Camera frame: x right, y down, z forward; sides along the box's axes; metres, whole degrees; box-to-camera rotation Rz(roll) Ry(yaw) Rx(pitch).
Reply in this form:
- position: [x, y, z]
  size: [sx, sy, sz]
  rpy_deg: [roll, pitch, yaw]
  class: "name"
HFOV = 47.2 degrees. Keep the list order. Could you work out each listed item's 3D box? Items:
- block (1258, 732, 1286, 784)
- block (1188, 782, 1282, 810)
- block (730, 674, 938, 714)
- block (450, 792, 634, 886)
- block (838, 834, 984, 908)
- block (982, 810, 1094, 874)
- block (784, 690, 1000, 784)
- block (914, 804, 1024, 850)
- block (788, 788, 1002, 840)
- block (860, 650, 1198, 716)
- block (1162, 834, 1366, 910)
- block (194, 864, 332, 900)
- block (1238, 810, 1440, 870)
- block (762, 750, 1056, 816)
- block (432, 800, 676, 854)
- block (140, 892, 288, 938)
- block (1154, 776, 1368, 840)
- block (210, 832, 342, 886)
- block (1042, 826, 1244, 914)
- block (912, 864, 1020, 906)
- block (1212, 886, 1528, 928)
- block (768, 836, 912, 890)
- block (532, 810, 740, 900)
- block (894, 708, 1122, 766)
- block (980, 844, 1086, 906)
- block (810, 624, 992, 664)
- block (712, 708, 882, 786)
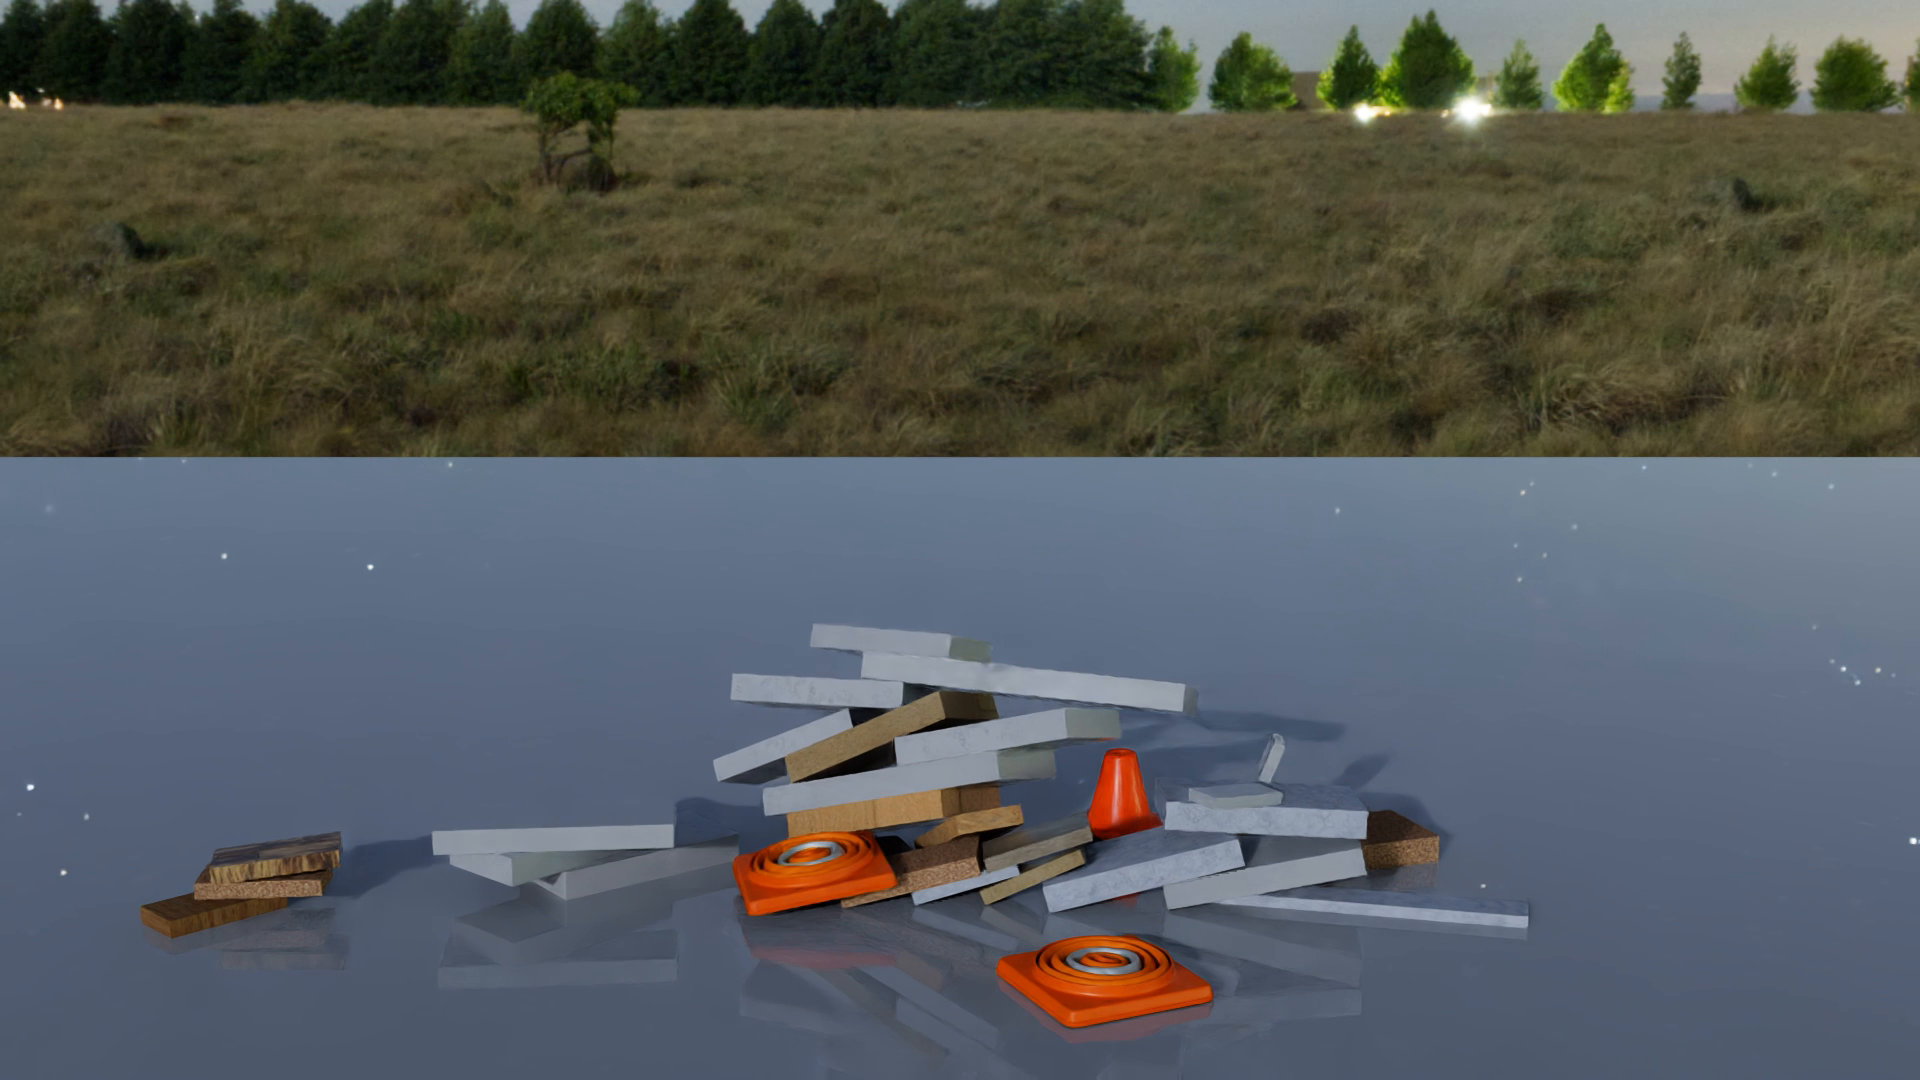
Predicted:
- position: [0.529, 0.370, 3.743]
  size: [0.019, 0.068, 0.137]
  rpy_deg: [23, 4, 5]
  class: "block"
- position: [0.444, 0.413, 3.545]
  size: [0.137, 0.019, 0.068]
  rpy_deg: [0, 8, -33]
  class: "block"
- position: [-0.219, 0.273, 3.864]
  size: [0.325, 0.046, 0.162]
  rpy_deg: [1, -8, 22]
  class: "block"
- position: [-0.677, 0.505, 3.735]
  size: [0.169, 0.048, 0.338]
  rpy_deg: [9, 14, 40]
  class: "block"
- position: [-0.079, 0.548, 3.638]
  size: [0.235, 0.033, 0.117]
  rpy_deg: [-14, 9, 7]
  class: "block"
- position: [0.127, 0.495, 3.609]
  size: [0.180, 0.026, 0.090]
  rpy_deg: [-18, 9, 2]
  class: "block"
- position: [-0.119, 0.345, 3.817]
  size: [0.339, 0.048, 0.170]
  rpy_deg: [-25, -18, 28]
  class: "block"
- position: [0.013, 0.500, 3.761]
  size: [0.117, 0.033, 0.235]
  rpy_deg: [-7, -15, -21]
  class: "block"
- position: [-0.115, 0.474, 3.802]
  size: [0.337, 0.048, 0.169]
  rpy_deg: [-13, -12, 35]
  class: "block"
- position: [0.120, 0.247, 3.773]
  size: [0.556, 0.046, 0.162]
  rpy_deg: [5, -6, 14]
  class: "block"
- position: [0.499, 0.532, 3.637]
  size: [0.326, 0.046, 0.163]
  rpy_deg: [-11, 11, 7]
  class: "block"
- position: [-1.142, 0.557, 3.611]
  size: [0.201, 0.028, 0.100]
  rpy_deg: [-1, 11, -6]
  class: "block"
- position: [0.653, 0.534, 3.847]
  size: [0.325, 0.046, 0.162]
  rpy_deg: [-4, 11, -20]
  class: "block"
- position: [-0.092, 0.420, 3.788]
  size: [0.506, 0.048, 0.170]
  rpy_deg: [-13, -12, 34]
  class: "block"
- position: [-0.669, 0.476, 3.651]
  size: [0.388, 0.040, 0.141]
  rpy_deg: [-1, 10, -6]
  class: "block"
- position: [-1.209, 0.595, 3.567]
  size: [0.100, 0.028, 0.201]
  rpy_deg: [10, 14, 43]
  class: "block"
- position: [0.492, 0.440, 3.620]
  size: [0.326, 0.046, 0.163]
  rpy_deg: [3, 8, -2]
  class: "block"
- position: [-1.120, 0.522, 3.607]
  size: [0.201, 0.028, 0.100]
  rpy_deg: [-7, 12, -13]
  class: "block"
- position: [0.301, 0.529, 3.634]
  size: [0.326, 0.046, 0.163]
  rpy_deg: [-15, 9, 6]
  class: "block"
- position: [0.010, 0.554, 3.644]
  size: [0.180, 0.026, 0.090]
  rpy_deg: [-17, 9, 5]
  class: "block"
- position: [0.667, 0.593, 3.598]
  size: [0.509, 0.019, 0.068]
  rpy_deg: [3, 11, 13]
  class: "block"
- position: [-0.200, 0.553, 3.777]
  size: [0.235, 0.033, 0.117]
  rpy_deg: [-4, 11, -20]
  class: "block"
- position: [-0.570, 0.542, 3.799]
  size: [0.338, 0.048, 0.169]
  rpy_deg: [-8, 13, -37]
  class: "block"
- position: [0.078, 0.330, 3.665]
  size: [0.339, 0.048, 0.170]
  rpy_deg: [-13, -12, 33]
  class: "block"
- position: [0.122, 0.543, 3.640]
  size: [0.180, 0.025, 0.090]
  rpy_deg: [-24, 8, 9]
  class: "block"
- position: [-0.102, 0.182, 3.812]
  size: [0.282, 0.040, 0.141]
  rpy_deg: [3, -7, 31]
  class: "block"
- position: [-0.280, 0.368, 3.899]
  size: [0.282, 0.040, 0.141]
  rpy_deg: [-22, -17, 21]
  class: "block"
